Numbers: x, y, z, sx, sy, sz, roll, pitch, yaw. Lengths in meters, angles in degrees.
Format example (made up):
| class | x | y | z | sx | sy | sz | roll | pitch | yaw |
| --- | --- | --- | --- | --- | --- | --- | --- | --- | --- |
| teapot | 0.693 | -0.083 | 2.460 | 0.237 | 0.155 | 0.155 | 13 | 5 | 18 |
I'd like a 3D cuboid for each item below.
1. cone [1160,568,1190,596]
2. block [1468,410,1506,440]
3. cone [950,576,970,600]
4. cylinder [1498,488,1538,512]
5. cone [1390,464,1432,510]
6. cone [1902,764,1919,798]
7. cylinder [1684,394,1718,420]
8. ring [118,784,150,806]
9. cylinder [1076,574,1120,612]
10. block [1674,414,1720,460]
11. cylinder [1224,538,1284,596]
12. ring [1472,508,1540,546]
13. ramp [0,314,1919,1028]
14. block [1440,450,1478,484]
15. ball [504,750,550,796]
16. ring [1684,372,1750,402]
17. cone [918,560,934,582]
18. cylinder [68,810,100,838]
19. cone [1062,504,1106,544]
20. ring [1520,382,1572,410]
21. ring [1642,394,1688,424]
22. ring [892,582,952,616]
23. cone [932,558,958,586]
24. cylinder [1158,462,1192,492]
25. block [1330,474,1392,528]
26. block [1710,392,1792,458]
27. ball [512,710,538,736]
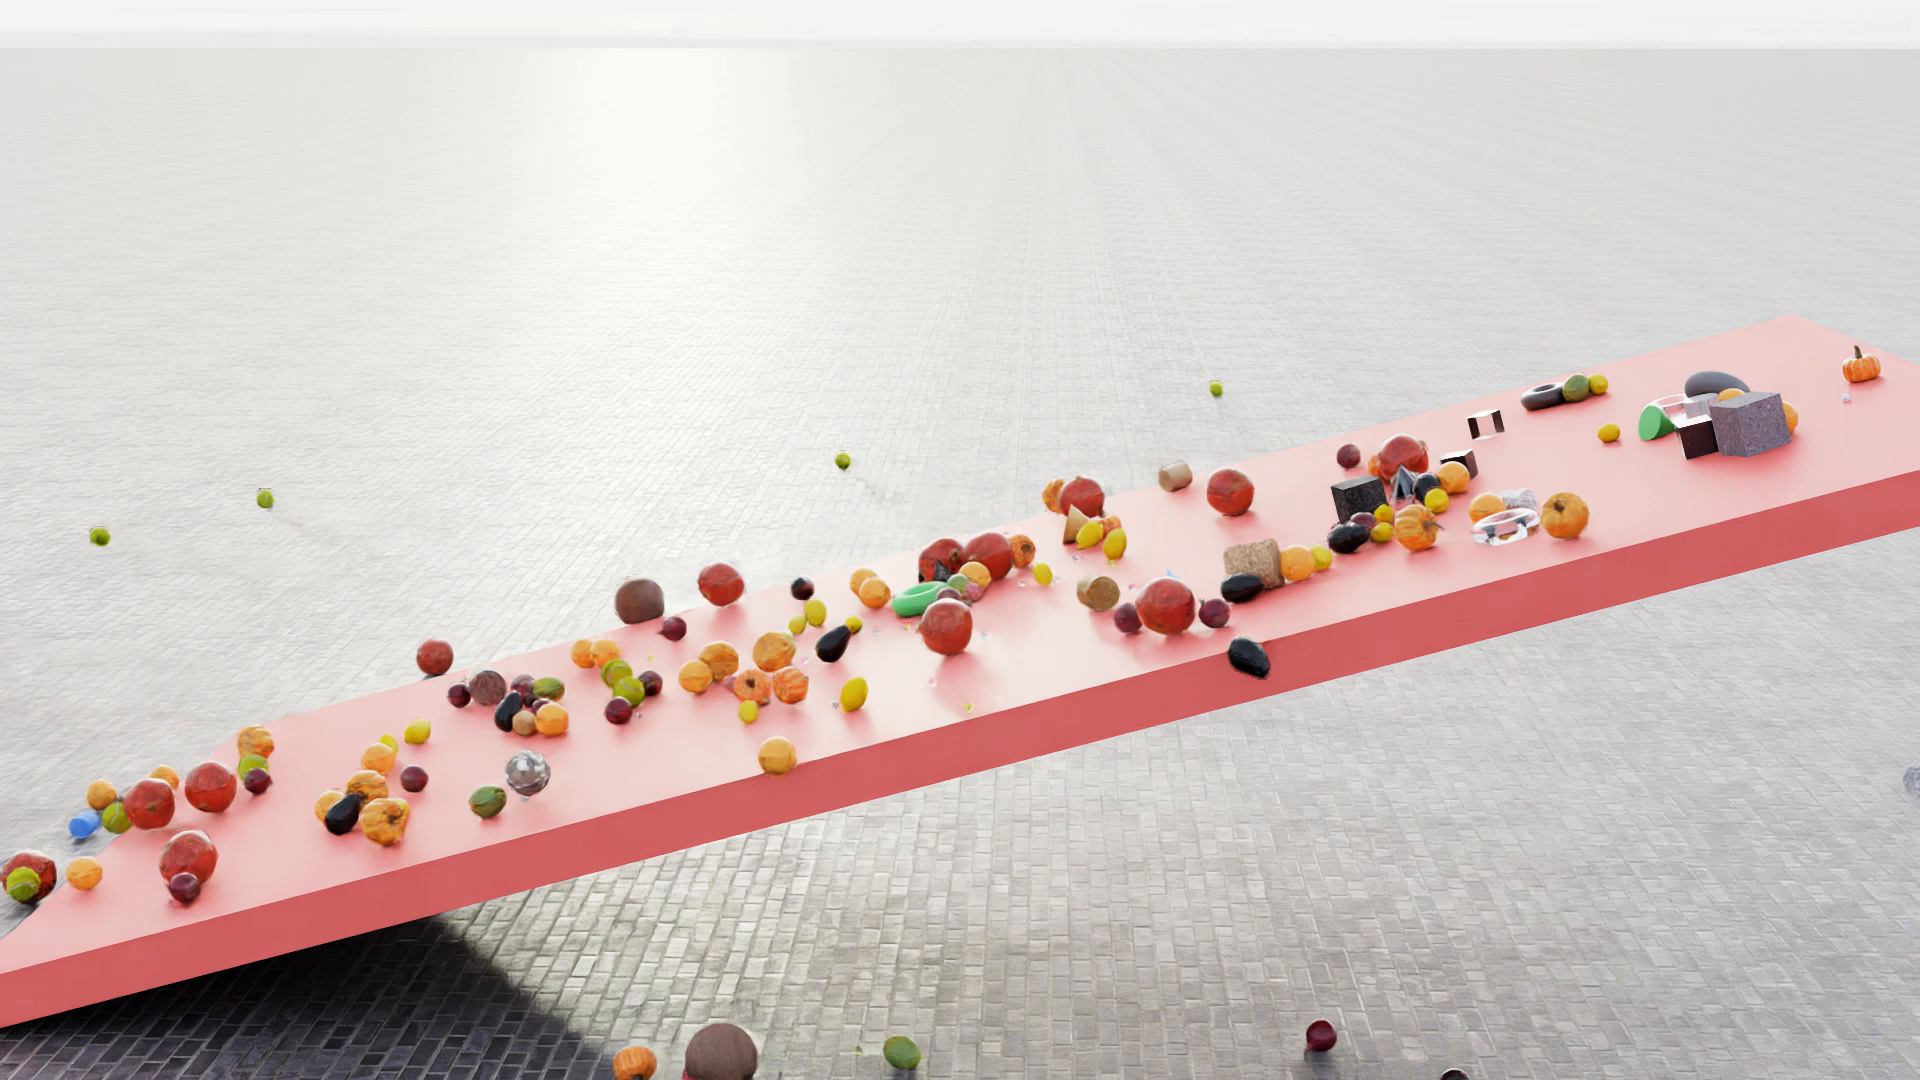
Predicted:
| class | x | y | z | sx | sy | sz | roll | pitch | yaw |
| --- | --- | --- | --- | --- | --- | --- | --- | --- | --- |
| cone | 0.440 | 0.093 | 5.915 | 0.060 | 0.060 | 0.060 | 19 | 12 | 6 |
| block | 1.193 | -0.261 | 6.669 | 0.053 | 0.053 | 0.053 | -23 | 12 | -36 |
| cone | -0.011 | 0.101 | 6.529 | 0.054 | 0.054 | 0.054 | -15 | 9 | 3 |
| cylinder | 1.086 | -0.071 | 5.730 | 0.054 | 0.054 | 0.054 | -8 | 3 | -38 |
| cone | 0.932 | -0.118 | 6.152 | 0.089 | 0.089 | 0.089 | -15 | 9 | 3 |
| cone | 2.370 | 0.602 | 7.219 | 0.087 | 0.087 | 0.087 | 10 | -13 | 43 |
| cylinder | 1.529 | -0.258 | 6.046 | 0.070 | 0.070 | 0.070 | -15 | 9 | 3 |
| ring | -2.000 | 0.619 | 7.122 | 0.080 | 0.027 | 0.080 | -5 | 26 | 3 |
| cylinder | 0.279 | 0.106 | 5.970 | 0.070 | 0.070 | 0.070 | -3 | 6 | -17 |
| block | 1.465 | -0.205 | 5.852 | 0.066 | 0.066 | 0.066 | -14 | 9 | 8 |
| cylinder | 0.573 | 0.052 | 5.730 | 0.095 | 0.095 | 0.095 | -13 | 6 | 18 |
| ring | 1.035 | -0.024 | 5.575 | 0.132 | 0.044 | 0.132 | -16 | 9 | 3 |
| ramp | 0.083 | 0.190 | 6.327 | 4.000 | 0.100 | 2.000 | -15 | 9 | 4 |
| block | 1.063 | -0.156 | 6.260 | 0.056 | 0.056 | 0.056 | -10 | 11 | 30 |
| ball | -0.828 | 0.447 | 5.634 | 0.086 | 0.086 | 0.086 | 0 | 10 | 0 |
| ring | 1.583 | -0.309 | 6.145 | 0.139 | 0.046 | 0.139 | 17 | -18 | 6 |
| cone | -0.065 | 0.078 | 6.840 | 0.054 | 0.054 | 0.054 | 13 | 12 | 9 |
| cylinder | -2.036 | 0.662 | 6.839 | 0.052 | 0.052 | 0.052 | 2 | 22 | 13 |
| cone | 0.294 | -0.026 | 6.803 | 0.095 | 0.095 | 0.095 | 14 | 12 | 5 |
| ring | 1.367 | -0.336 | 6.859 | 0.122 | 0.041 | 0.122 | -16 | 10 | 3 |
| ring | 1.516 | -0.275 | 6.248 | 0.137 | 0.046 | 0.137 | -15 | 11 | 3 |
| ring | -0.082 | 0.131 | 6.495 | 0.140 | 0.047 | 0.140 | -15 | 11 | 3 |
| cone | -0.040 | 0.079 | 6.606 | 0.086 | 0.086 | 0.086 | -15 | 9 | 3 |
| cylinder | 0.520 | -0.152 | 7.112 | 0.060 | 0.060 | 0.060 | -20 | 18 | -26 |
| block | 0.832 | -0.080 | 6.106 | 0.085 | 0.085 | 0.085 | -17 | 9 | -9 |
| block | 1.543 | -0.226 | 5.746 | 0.100 | 0.100 | 0.100 | -18 | 10 | -14 |
| ball | -0.936 | 0.395 | 6.325 | 0.055 | 0.055 | 0.055 | 0 | 10 | 0 |
